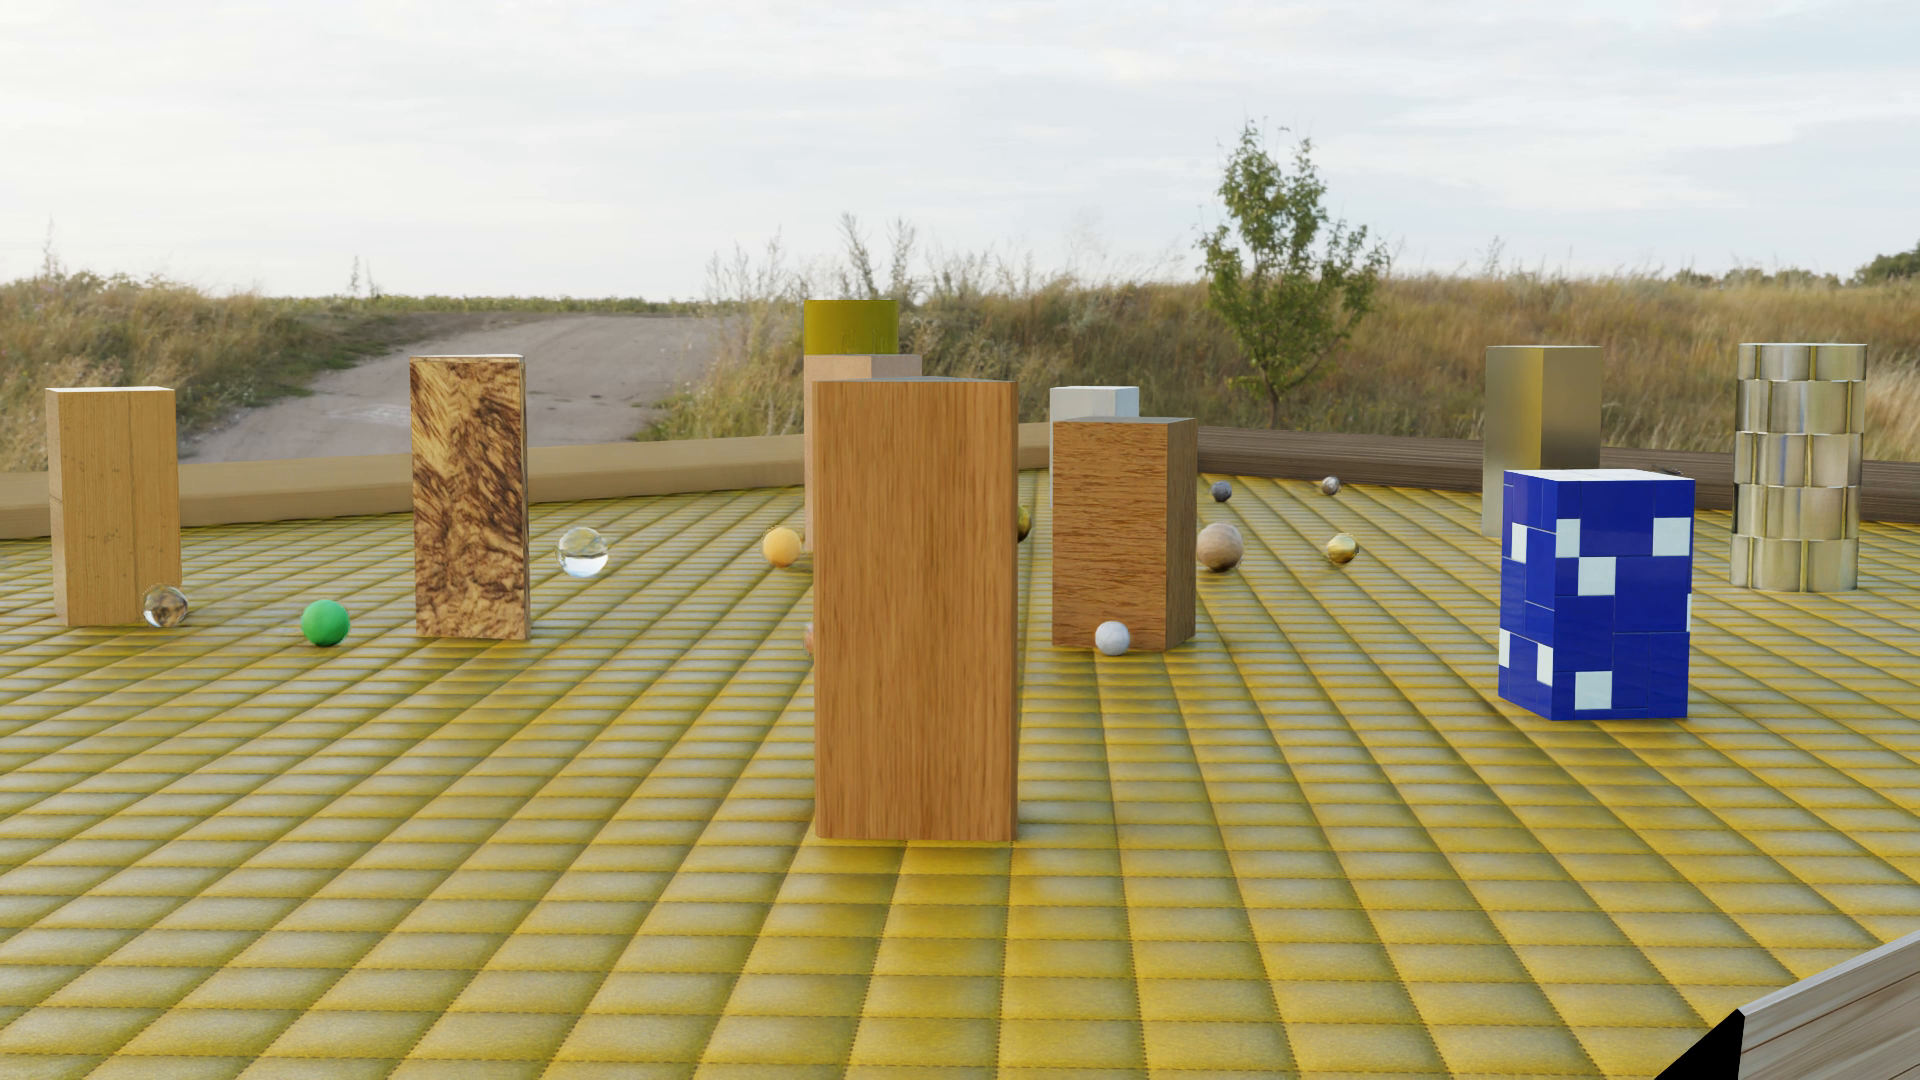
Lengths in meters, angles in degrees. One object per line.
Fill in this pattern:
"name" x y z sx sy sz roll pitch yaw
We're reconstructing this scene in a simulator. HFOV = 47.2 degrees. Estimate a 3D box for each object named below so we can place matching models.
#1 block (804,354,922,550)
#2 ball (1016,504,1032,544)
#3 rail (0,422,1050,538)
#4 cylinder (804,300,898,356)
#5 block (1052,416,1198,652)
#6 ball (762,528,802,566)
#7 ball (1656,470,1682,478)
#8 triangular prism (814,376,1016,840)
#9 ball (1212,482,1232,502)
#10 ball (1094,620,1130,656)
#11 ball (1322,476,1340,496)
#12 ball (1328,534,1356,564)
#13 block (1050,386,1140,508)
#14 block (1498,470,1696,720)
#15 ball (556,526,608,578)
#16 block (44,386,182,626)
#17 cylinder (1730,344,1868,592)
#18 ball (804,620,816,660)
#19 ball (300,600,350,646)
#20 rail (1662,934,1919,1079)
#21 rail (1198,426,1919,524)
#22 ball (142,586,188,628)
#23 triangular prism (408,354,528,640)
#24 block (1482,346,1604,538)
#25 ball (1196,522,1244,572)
"block" -0.179 -0.162 4.079 0.156 0.361 0.156 4 7 35
"ball" 0.096 -0.031 4.177 0.079 0.079 0.079 0 6 0
"rail" -1.314 -0.116 4.748 4.628 0.126 0.045 -5 8 -42
"cylinder" -0.222 -0.259 4.504 0.194 0.464 0.194 0 6 0
"block" 0.223 -0.013 2.956 0.156 0.298 0.156 2 6 20
"ball" -0.309 0.013 3.812 0.068 0.068 0.068 0 6 0
"ball" 1.574 -0.112 4.901 0.089 0.089 0.089 0 6 0
"triangular prism" -0.032 0.053 1.909 0.168 0.385 0.146 0 6 4
"ball" 0.607 -0.113 5.102 0.048 0.048 0.048 0 6 0
"ball" 0.197 0.127 2.834 0.046 0.046 0.046 0 6 0
"ball" 0.892 -0.130 5.286 0.045 0.045 0.045 0 6 0
"ball" 0.670 0.017 3.859 0.051 0.051 0.051 0 6 0
"block" 0.304 -0.209 4.965 0.156 0.269 0.156 3 7 24
"block" 0.709 0.057 2.461 0.156 0.261 0.156 -1 6 -7
"ball" -0.629 0.020 3.662 0.084 0.084 0.084 0 6 0
"block" -1.225 -0.053 3.182 0.156 0.330 0.156 -3 7 -29
"cylinder" 1.349 -0.120 3.543 0.194 0.389 0.194 0 6 0
"ball" -0.165 0.126 2.764 0.061 0.061 0.061 0 6 0
"ball" -0.841 0.110 2.913 0.062 0.062 0.062 0 6 0
"rail" 1.314 0.181 1.916 4.628 0.126 0.045 -5 8 -42
"rail" 1.683 -0.129 4.877 0.045 0.126 3.921 -5 8 -42
"ball" -1.114 0.093 3.082 0.060 0.060 0.060 0 6 0
"triangular prism" -0.648 -0.065 3.050 0.168 0.381 0.146 2 6 14
"block" 1.134 -0.190 4.287 0.156 0.373 0.156 -3 7 -29
"ball" 0.443 0.012 3.752 0.083 0.083 0.083 0 6 0
